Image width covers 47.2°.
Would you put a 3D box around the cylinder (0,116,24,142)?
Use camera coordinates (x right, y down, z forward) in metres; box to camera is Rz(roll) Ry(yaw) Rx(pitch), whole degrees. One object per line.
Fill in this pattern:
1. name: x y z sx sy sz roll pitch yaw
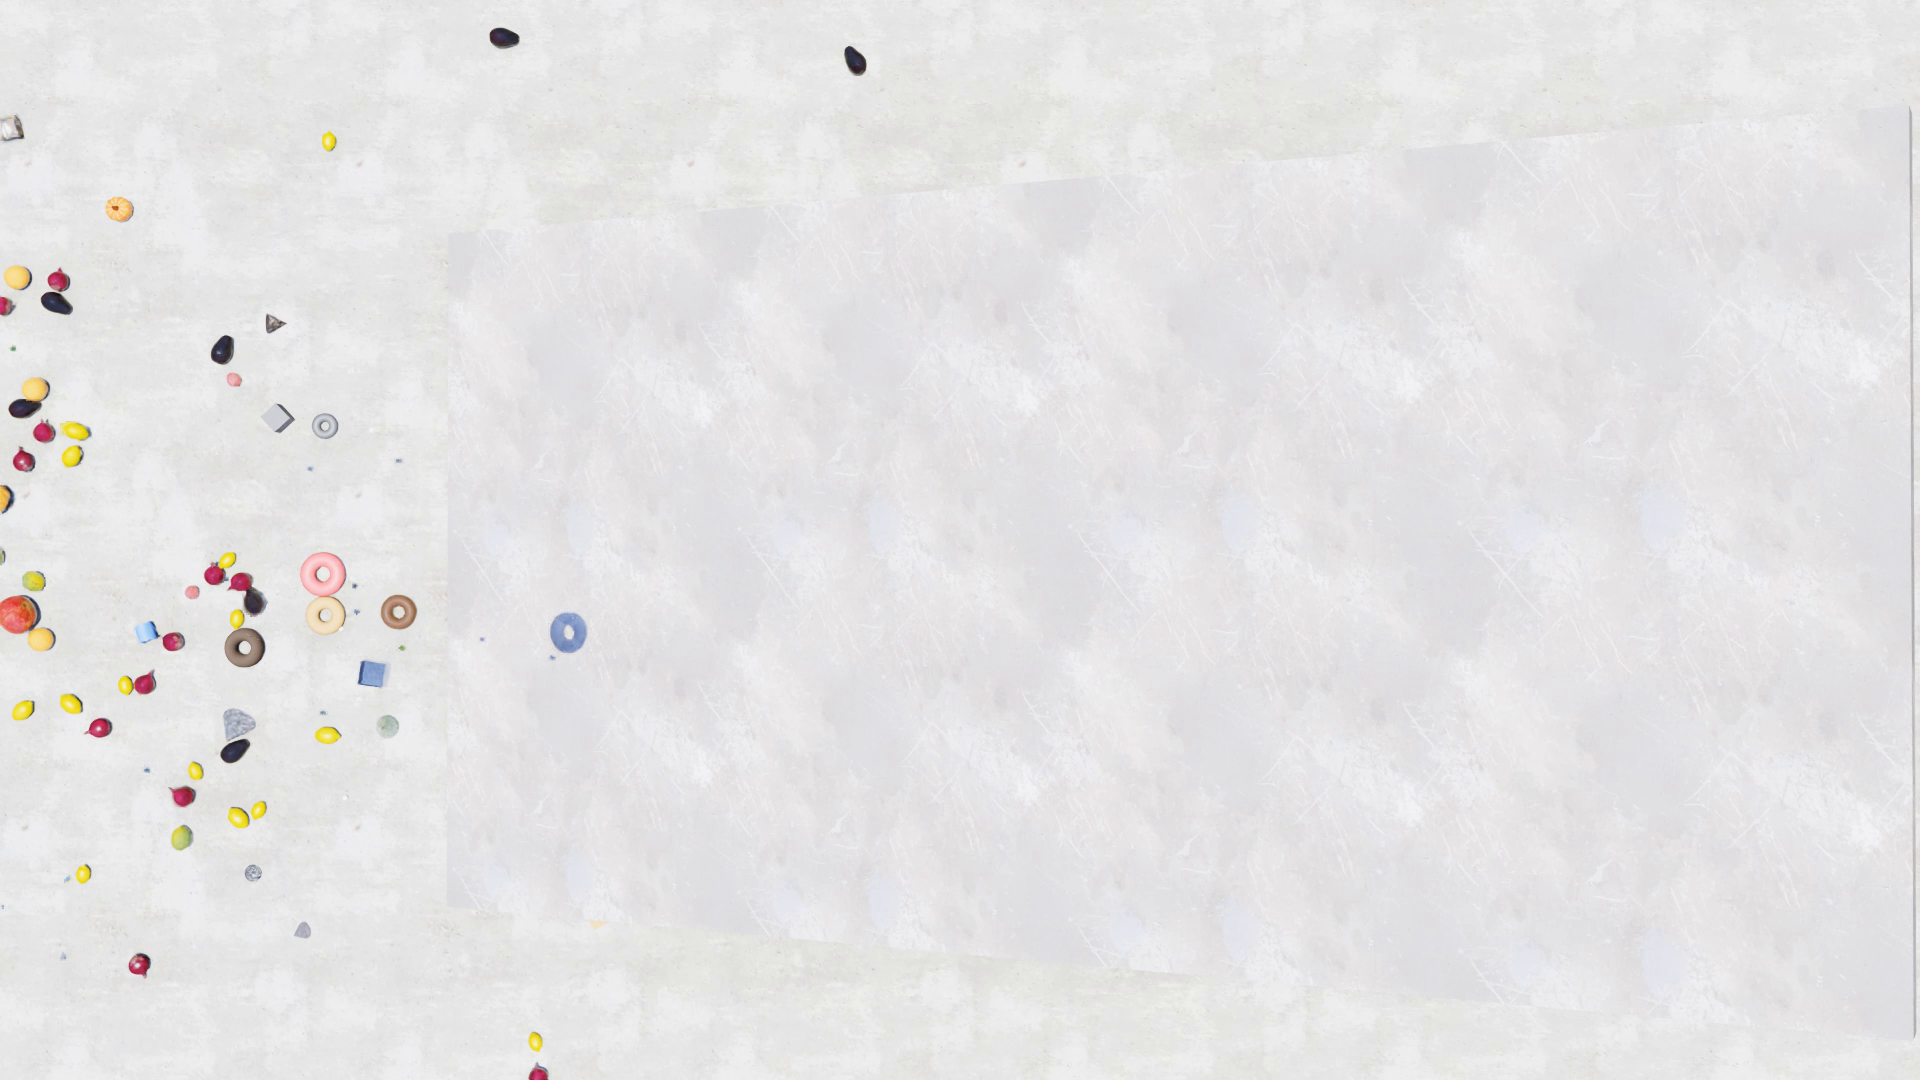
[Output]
1. cylinder: -2.857 -1.236 6.605 0.062 0.062 0.062 -14 89 0

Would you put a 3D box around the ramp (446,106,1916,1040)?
1. ramp: 0.278 0.079 5.660 4.000 0.100 2.000 0 89 27

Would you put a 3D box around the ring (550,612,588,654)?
1. ring: -1.121 0.265 6.301 0.123 0.041 0.123 0 91 27

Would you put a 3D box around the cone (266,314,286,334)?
1. cone: -2.053 -0.651 6.616 0.060 0.060 0.060 -2 89 -27

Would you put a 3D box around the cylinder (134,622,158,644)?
1. cylinder: -2.441 0.277 6.594 0.052 0.052 0.052 -22 89 0

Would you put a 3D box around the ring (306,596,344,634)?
1. ring: -1.905 0.226 6.601 0.117 0.039 0.117 0 90 -1

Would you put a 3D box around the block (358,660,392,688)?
1. block: -1.751 0.400 6.581 0.073 0.073 0.073 9 89 0

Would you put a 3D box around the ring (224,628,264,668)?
1. ring: -2.148 0.324 6.599 0.120 0.040 0.120 0 91 1

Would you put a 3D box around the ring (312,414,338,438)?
1. ring: -1.910 -0.343 6.613 0.078 0.026 0.078 0 90 -1

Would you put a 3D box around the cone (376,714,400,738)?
1. cone: -1.722 0.561 6.581 0.072 0.072 0.072 0 89 0

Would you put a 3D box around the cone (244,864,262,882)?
1. cone: -2.125 1.001 6.585 0.053 0.053 0.053 0 89 0

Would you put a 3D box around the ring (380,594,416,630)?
1. ring: -1.686 0.217 6.603 0.108 0.036 0.108 0 90 -1

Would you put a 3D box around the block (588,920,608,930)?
1. block: -1.066 1.092 6.563 0.095 0.095 0.095 -28 89 0

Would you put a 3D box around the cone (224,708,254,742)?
1. cone: -2.182 0.574 6.595 0.097 0.097 0.097 37 116 0

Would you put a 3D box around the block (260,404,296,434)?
1. block: -2.045 -0.365 6.596 0.062 0.062 0.062 -43 90 0

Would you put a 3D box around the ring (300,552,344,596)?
1. ring: -1.913 0.103 6.599 0.135 0.045 0.135 0 88 1
